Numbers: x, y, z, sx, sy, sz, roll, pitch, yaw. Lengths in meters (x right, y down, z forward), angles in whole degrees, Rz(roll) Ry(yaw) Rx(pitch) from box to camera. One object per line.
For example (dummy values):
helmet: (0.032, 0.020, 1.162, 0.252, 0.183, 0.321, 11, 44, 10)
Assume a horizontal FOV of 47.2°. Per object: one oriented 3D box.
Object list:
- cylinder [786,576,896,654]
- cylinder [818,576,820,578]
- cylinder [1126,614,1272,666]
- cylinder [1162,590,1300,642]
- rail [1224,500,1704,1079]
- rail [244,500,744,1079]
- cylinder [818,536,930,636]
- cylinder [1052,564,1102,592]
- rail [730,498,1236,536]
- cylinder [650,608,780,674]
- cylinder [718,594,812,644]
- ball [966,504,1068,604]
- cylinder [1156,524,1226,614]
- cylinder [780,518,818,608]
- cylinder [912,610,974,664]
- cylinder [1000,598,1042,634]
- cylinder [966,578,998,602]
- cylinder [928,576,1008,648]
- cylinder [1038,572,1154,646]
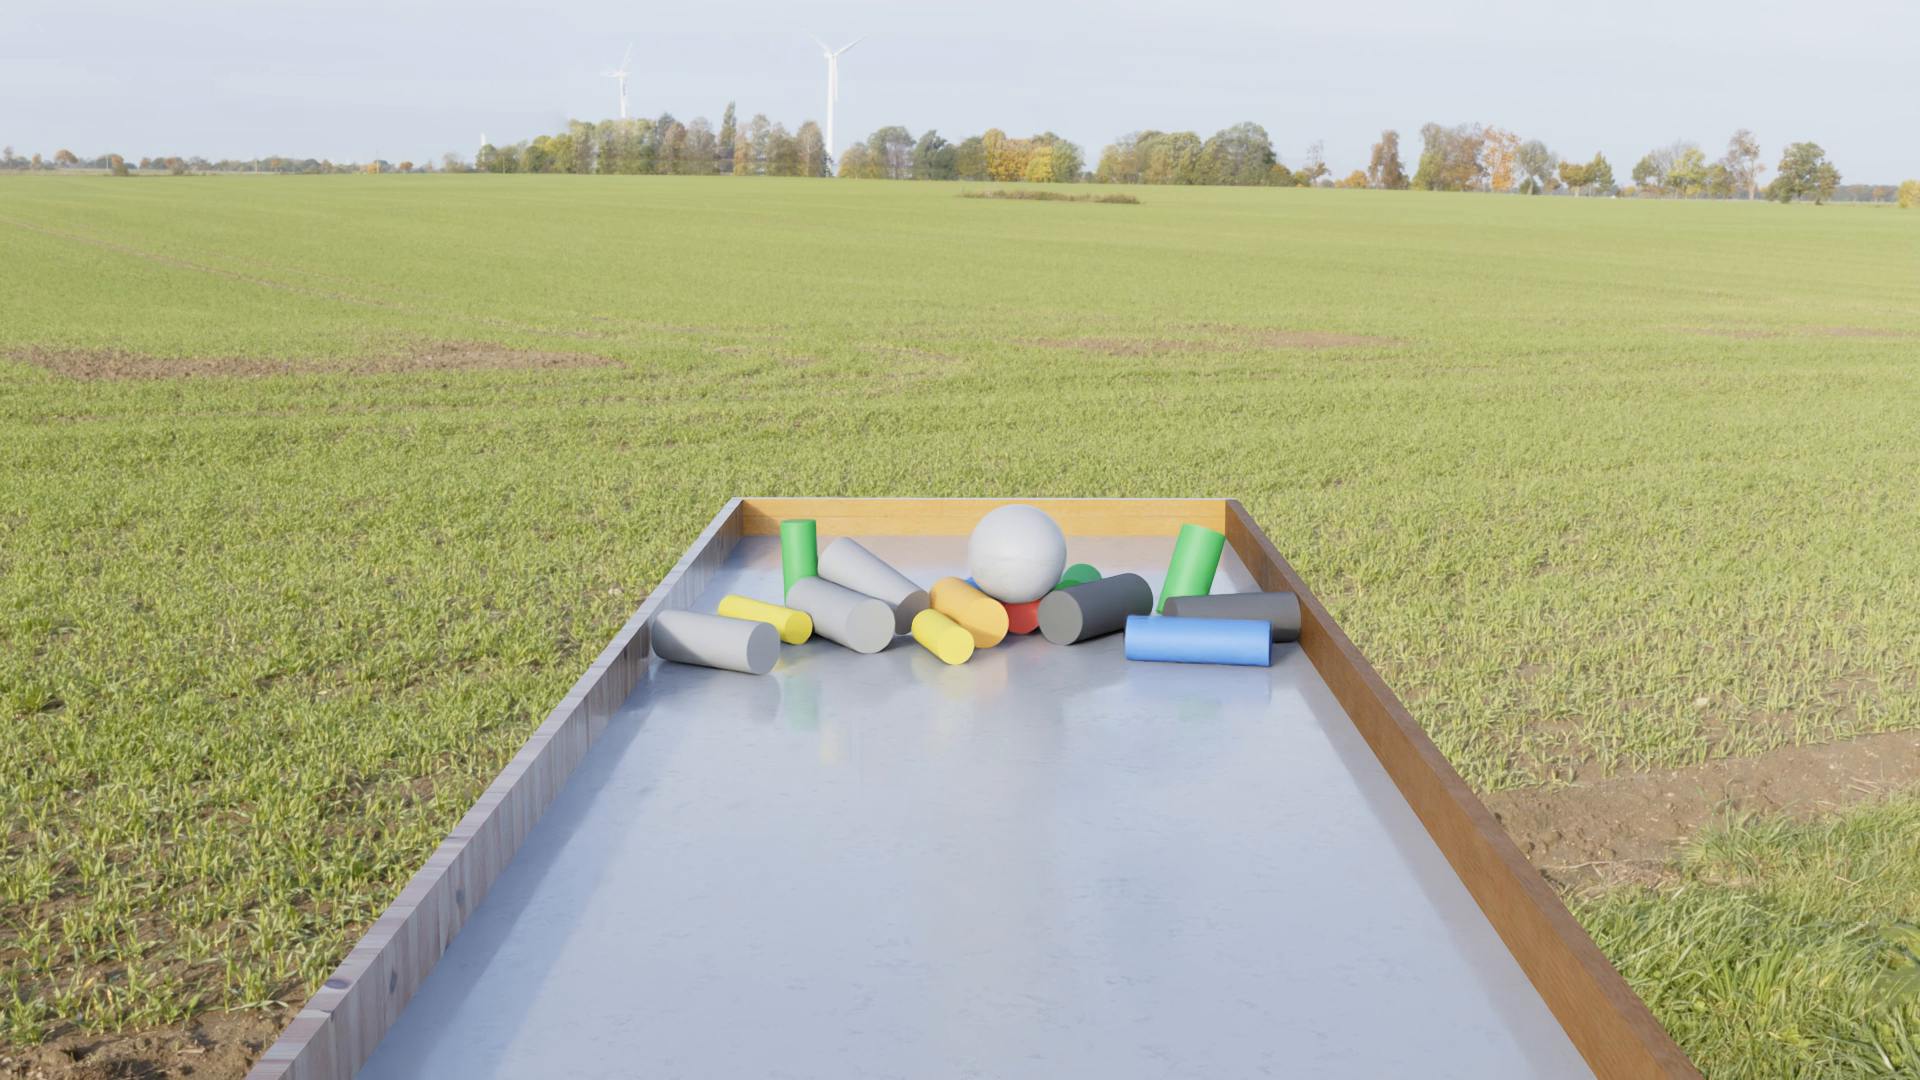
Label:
cylinder: (-0.384, 0.235, 6.977, 0.171, 0.171, 0.457, -5, 10, -28)
cylinder: (-0.406, 0.194, 7.418, 0.114, 0.114, 0.433, -8, 12, -42)
cylinder: (0.723, 0.303, 6.655, 0.429, 0.138, 0.138, 2, 9, 12)
cylinder: (0.853, 0.250, 6.921, 0.403, 0.162, 0.162, -2, 9, -15)
rail: (1.046, 0.843, 3.208, 0.050, 0.150, 12.000, 0, 9, 1)
rail: (-1.004, 0.839, 3.234, 0.050, 0.150, 12.000, 0, 9, 1)
cylinder: (-0.282, 0.148, 7.146, 0.360, 0.167, 0.167, 34, 28, 33)
cylinder: (0.396, 0.178, 7.427, 0.145, 0.145, 0.331, 1, 9, 9)
rail: (0.099, -0.098, 9.147, 2.100, 0.150, 0.050, 0, 9, 1)
cylinder: (-0.734, 0.303, 6.596, 0.379, 0.157, 0.157, 6, 11, 35)
cylinder: (-0.629, 0.254, 7.068, 0.106, 0.106, 0.382, -7, 12, -39)
ball: (0.180, 0.045, 6.957, 0.318, 0.318, 0.318, 0, 9, 0)
cylinder: (0.759, 0.113, 7.228, 0.150, 0.300, 0.150, 17, -6, 2)
cylinder: (-0.523, 0.107, 7.222, 0.116, 0.343, 0.116, -2, 8, 0)
cylinder: (-0.055, 0.297, 6.770, 0.115, 0.115, 0.302, -3, 9, -16)
cylinder: (0.216, 0.197, 7.272, 0.154, 0.154, 0.376, 1, 9, 7)
cylinder: (0.095, 0.172, 7.487, 0.138, 0.138, 0.351, 3, 9, 16)
cylinder: (0.022, 0.229, 7.051, 0.160, 0.160, 0.406, -2, 9, -15)
cylinder: (0.438, 0.220, 7.070, 0.174, 0.174, 0.411, 7, 11, 37)
